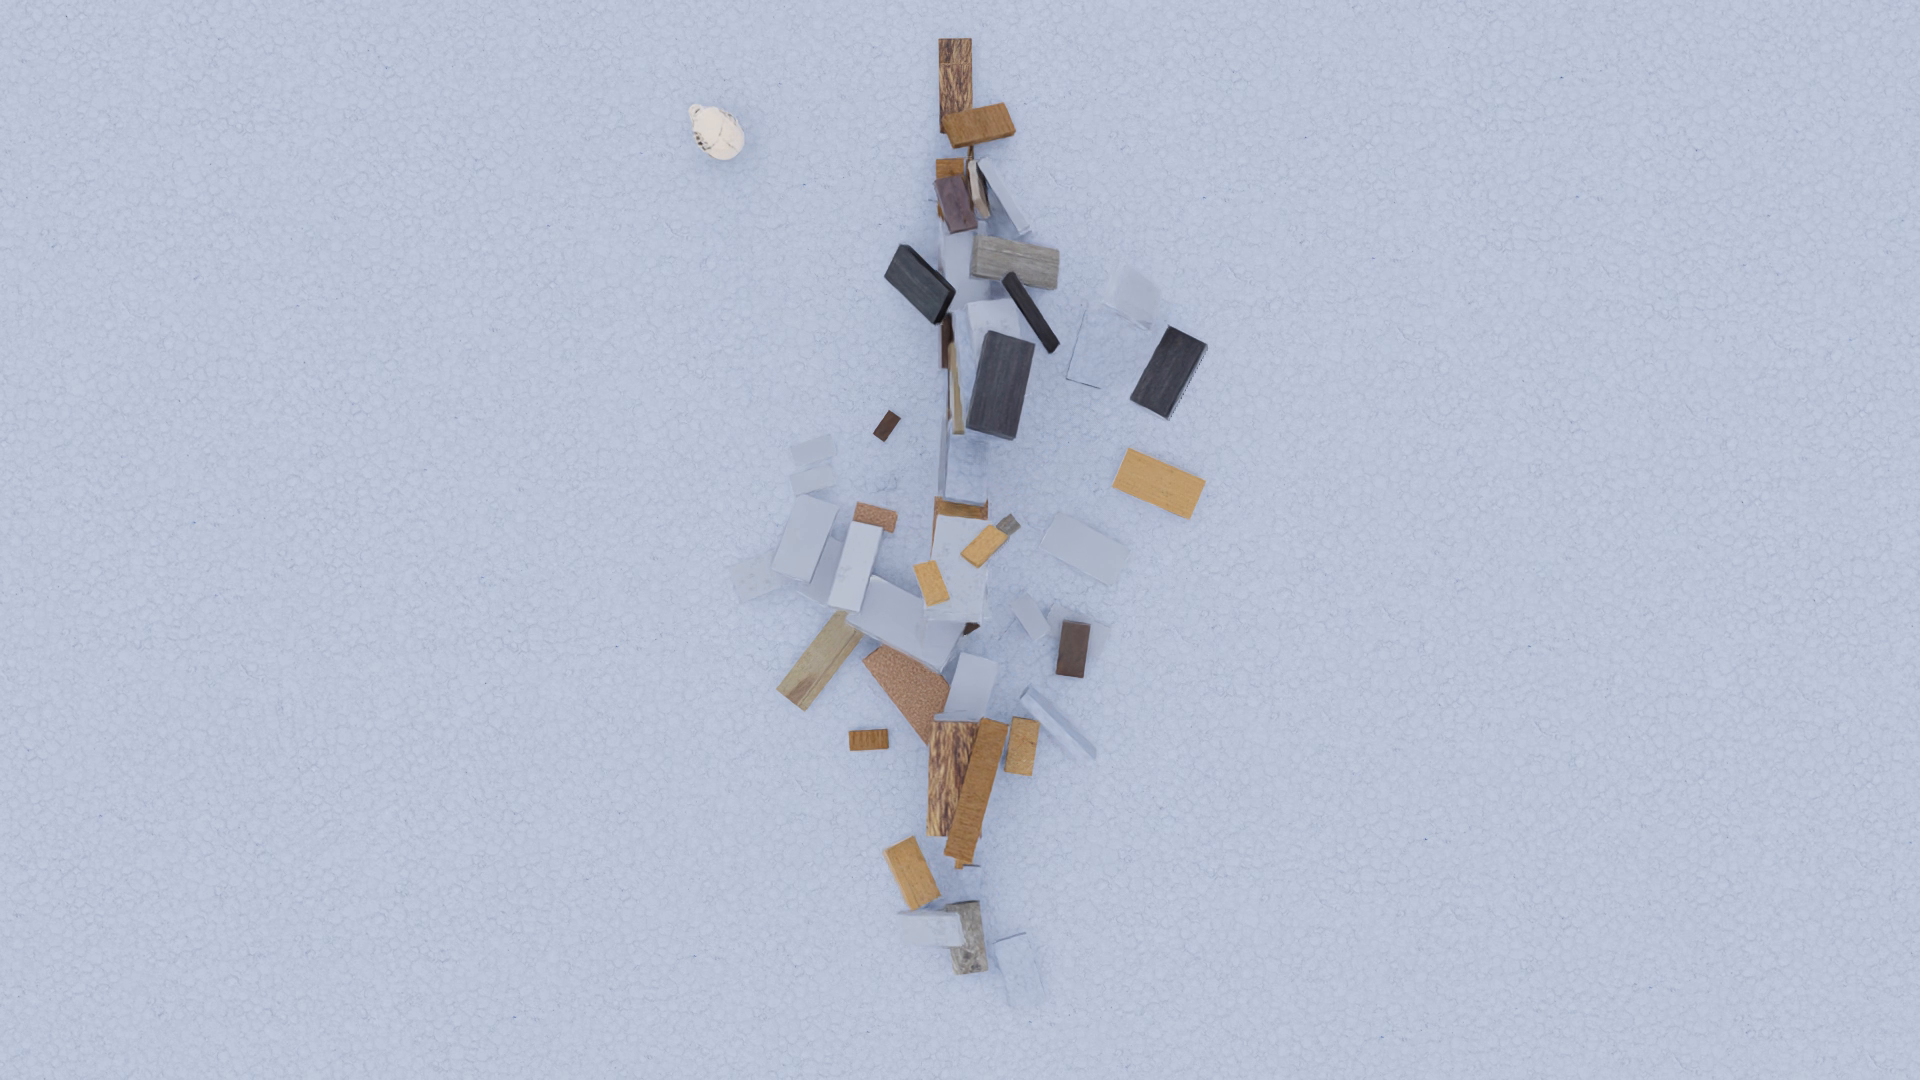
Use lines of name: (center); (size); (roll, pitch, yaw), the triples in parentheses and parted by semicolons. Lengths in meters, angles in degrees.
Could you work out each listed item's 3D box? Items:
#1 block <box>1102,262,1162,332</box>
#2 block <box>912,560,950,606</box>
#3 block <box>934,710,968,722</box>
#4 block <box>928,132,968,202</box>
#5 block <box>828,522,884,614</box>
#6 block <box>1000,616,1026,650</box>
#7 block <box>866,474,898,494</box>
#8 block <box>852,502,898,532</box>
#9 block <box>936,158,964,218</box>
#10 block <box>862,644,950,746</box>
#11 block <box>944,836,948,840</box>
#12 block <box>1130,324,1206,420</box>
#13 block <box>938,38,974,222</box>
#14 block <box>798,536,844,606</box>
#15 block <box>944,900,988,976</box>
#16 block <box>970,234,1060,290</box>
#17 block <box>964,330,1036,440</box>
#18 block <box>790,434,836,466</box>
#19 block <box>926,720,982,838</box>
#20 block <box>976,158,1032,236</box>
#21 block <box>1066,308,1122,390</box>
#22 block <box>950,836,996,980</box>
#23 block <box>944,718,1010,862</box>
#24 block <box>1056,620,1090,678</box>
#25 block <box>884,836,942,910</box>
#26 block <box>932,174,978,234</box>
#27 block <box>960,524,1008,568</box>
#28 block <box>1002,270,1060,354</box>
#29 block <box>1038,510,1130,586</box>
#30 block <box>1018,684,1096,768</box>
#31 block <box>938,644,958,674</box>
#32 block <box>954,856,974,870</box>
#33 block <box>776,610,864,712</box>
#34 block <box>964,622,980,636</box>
block: (0.563, -0.791, 5.371); (0.040, 0.280, 0.140); (17, 88, 34)
block: (-0.089, 0.133, 5.088); (0.073, 0.021, 0.146); (-14, 56, -12)
block: (-0.017, 0.707, 5.380); (0.109, 0.031, 0.290); (-5, 89, 0)
block: (-0.037, -1.227, 5.453); (0.110, 0.031, 0.221); (7, 90, 0)
block: (-0.342, 0.090, 5.424); (0.105, 0.030, 0.301); (12, 70, 7)
block: (0.188, 0.306, 5.492); (0.058, 0.016, 0.116); (38, 90, 0)
block: (-0.262, -0.189, 5.493); (0.097, 0.014, 0.049); (-12, 90, 0)
block: (-0.282, -0.076, 5.490); (0.142, 0.020, 0.071); (14, 90, 0)
block: (-0.030, -1.158, 5.424); (0.093, 0.026, 0.185); (-2, 90, 0)
block: (-0.145, 0.486, 5.459); (0.178, 0.050, 0.355); (-37, 92, 0)
block: (-0.021, 0.964, 5.383); (0.058, 0.017, 0.117); (-8, 100, 4)
block: (0.689, -0.555, 5.467); (0.140, 0.040, 0.280); (28, 90, 11)
block: (-0.010, -1.230, 5.484); (0.110, 0.031, 0.867); (-1, 90, 0)
block: (-0.440, 0.105, 5.459); (0.105, 0.030, 0.211); (30, 78, -4)
block: (0.021, 1.314, 5.451); (0.115, 0.033, 0.230); (-8, 90, 0)
block: (0.183, -0.910, 5.415); (0.301, 0.037, 0.131); (6, 87, -26)
block: (0.128, -0.493, 5.254); (0.160, 0.045, 0.320); (15, 77, -13)
block: (-0.488, -0.298, 5.490); (0.142, 0.020, 0.071); (-17, 90, 0)
block: (-0.013, 0.773, 5.338); (0.178, 0.050, 0.368); (2, 89, 0)
block: (0.147, -1.131, 5.433); (0.037, 0.131, 0.261); (-32, 90, 9)
block: (0.444, -0.637, 5.483); (0.122, 0.035, 0.245); (16, 90, 0)
block: (0.031, 1.122, 5.484); (0.115, 0.033, 0.660); (-5, 90, 0)
block: (0.053, 0.802, 5.299); (0.092, 0.026, 0.456); (16, 89, 0)
block: (0.375, 0.361, 5.459); (0.092, 0.026, 0.184); (8, 106, 5)
block: (-0.159, 1.104, 5.467); (0.109, 0.031, 0.219); (-24, 90, -20)
block: (-0.015, -1.093, 5.369); (0.093, 0.026, 0.185); (-15, 78, -15)
block: (0.076, 0.020, 5.174); (0.073, 0.021, 0.146); (34, 60, 21)
block: (0.233, -0.741, 5.386); (0.049, 0.014, 0.334); (-50, 129, -14)
block: (0.415, 0.029, 5.481); (0.273, 0.039, 0.136); (29, 90, 0)
block: (0.323, 0.611, 5.430); (0.313, 0.136, 0.039); (45, 100, 0)
block: (-0.059, 0.375, 5.433); (0.058, 0.016, 0.116); (34, 80, -6)
block: (0.016, 1.031, 5.459); (0.059, 0.017, 0.117); (4, 90, 0)
block: (-0.427, 0.357, 5.483); (0.122, 0.035, 0.443); (38, 90, 0)
block: (-0.081, 0.345, 5.491); (0.315, 0.018, 0.065); (-33, 90, 0)
